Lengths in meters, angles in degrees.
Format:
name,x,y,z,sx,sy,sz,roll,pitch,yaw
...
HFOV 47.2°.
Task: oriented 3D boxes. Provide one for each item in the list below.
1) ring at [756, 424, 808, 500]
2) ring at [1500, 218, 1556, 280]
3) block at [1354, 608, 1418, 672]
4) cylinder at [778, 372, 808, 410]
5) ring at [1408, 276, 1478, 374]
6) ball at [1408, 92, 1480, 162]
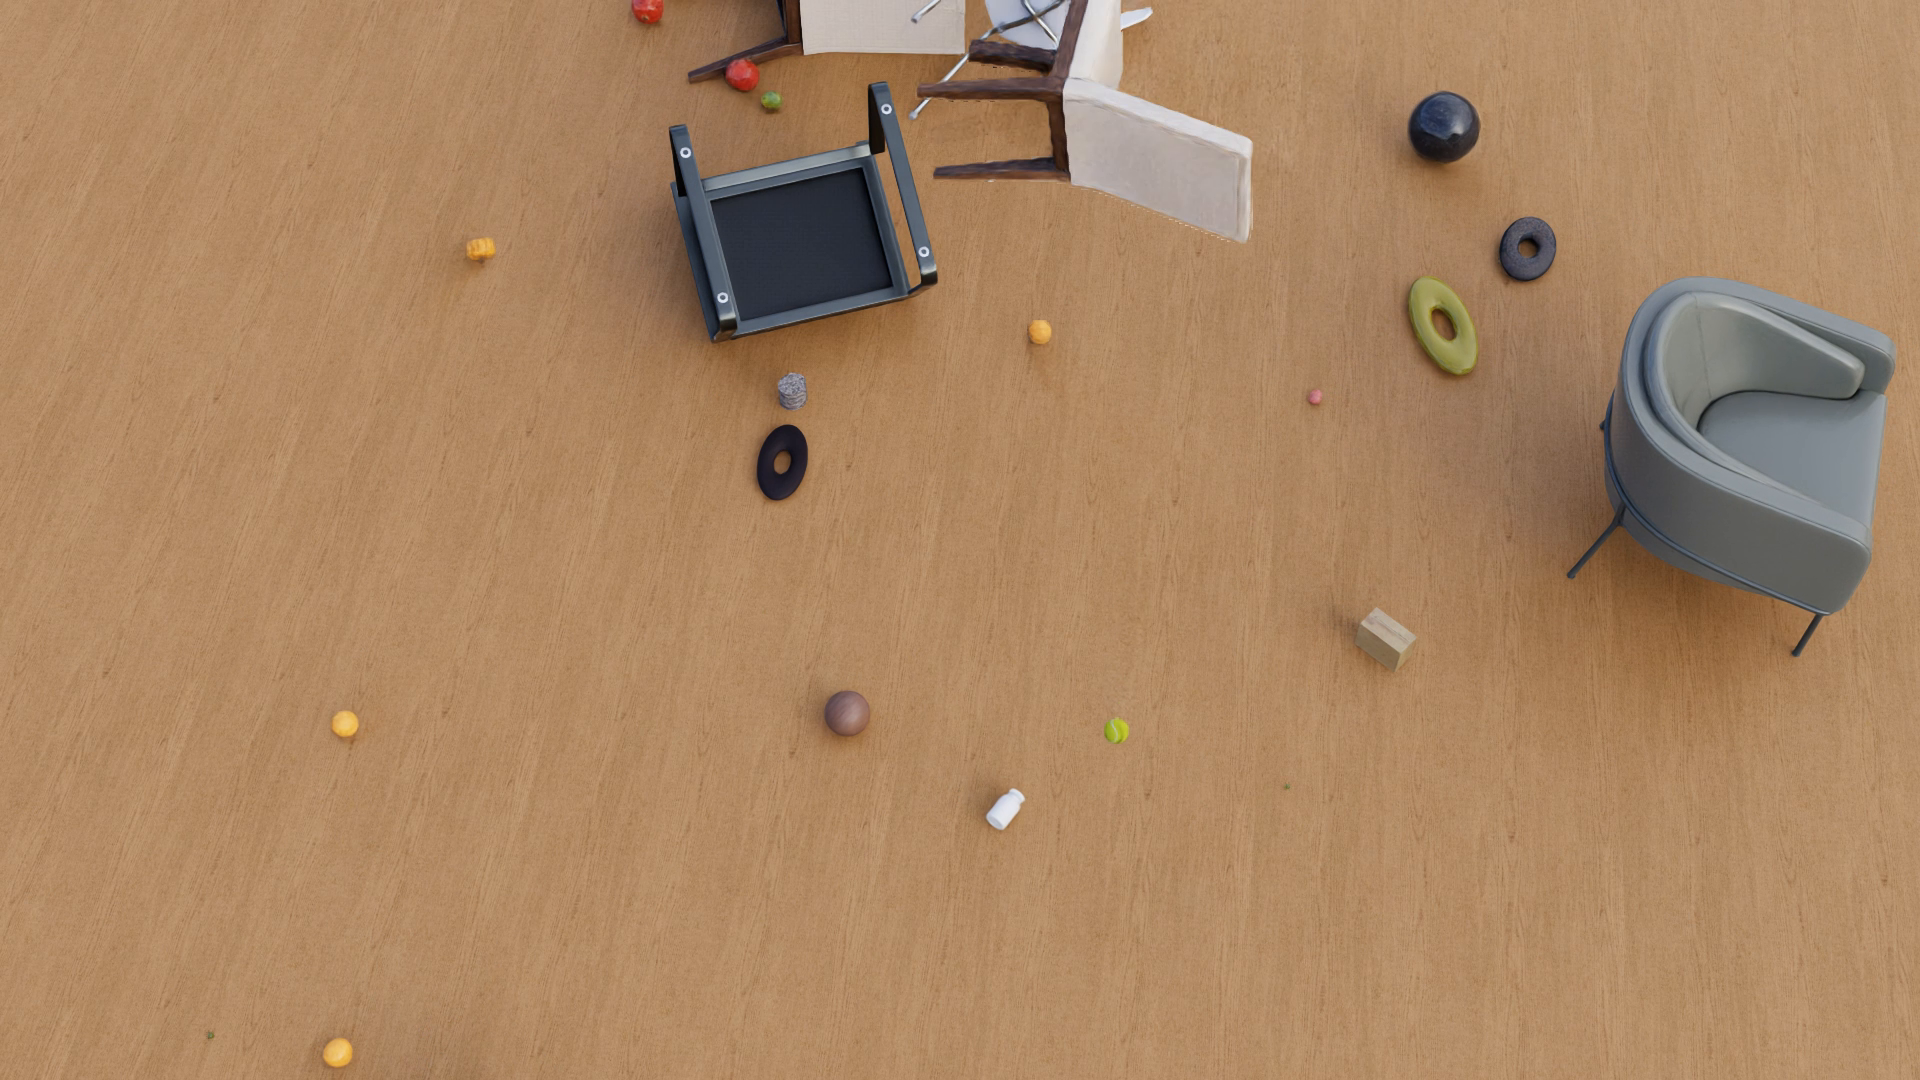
name,x,y,z,sx,sy,sz,roll,pitch,yaw
ring,-0.541,-0.238,6.710,0.152,0.040,0.285,6,56,3
ring,1.855,-0.952,7.182,0.181,0.052,0.276,16,58,10
block,1.222,0.287,6.315,0.145,0.109,0.076,38,64,23
cylinder,-0.519,-0.461,6.834,0.090,0.082,0.080,-38,64,-22
ring,1.538,-0.686,7.003,0.193,0.053,0.412,-9,56,-6
ball,1.621,-1.381,7.359,0.235,0.235,0.235,0,56,0
